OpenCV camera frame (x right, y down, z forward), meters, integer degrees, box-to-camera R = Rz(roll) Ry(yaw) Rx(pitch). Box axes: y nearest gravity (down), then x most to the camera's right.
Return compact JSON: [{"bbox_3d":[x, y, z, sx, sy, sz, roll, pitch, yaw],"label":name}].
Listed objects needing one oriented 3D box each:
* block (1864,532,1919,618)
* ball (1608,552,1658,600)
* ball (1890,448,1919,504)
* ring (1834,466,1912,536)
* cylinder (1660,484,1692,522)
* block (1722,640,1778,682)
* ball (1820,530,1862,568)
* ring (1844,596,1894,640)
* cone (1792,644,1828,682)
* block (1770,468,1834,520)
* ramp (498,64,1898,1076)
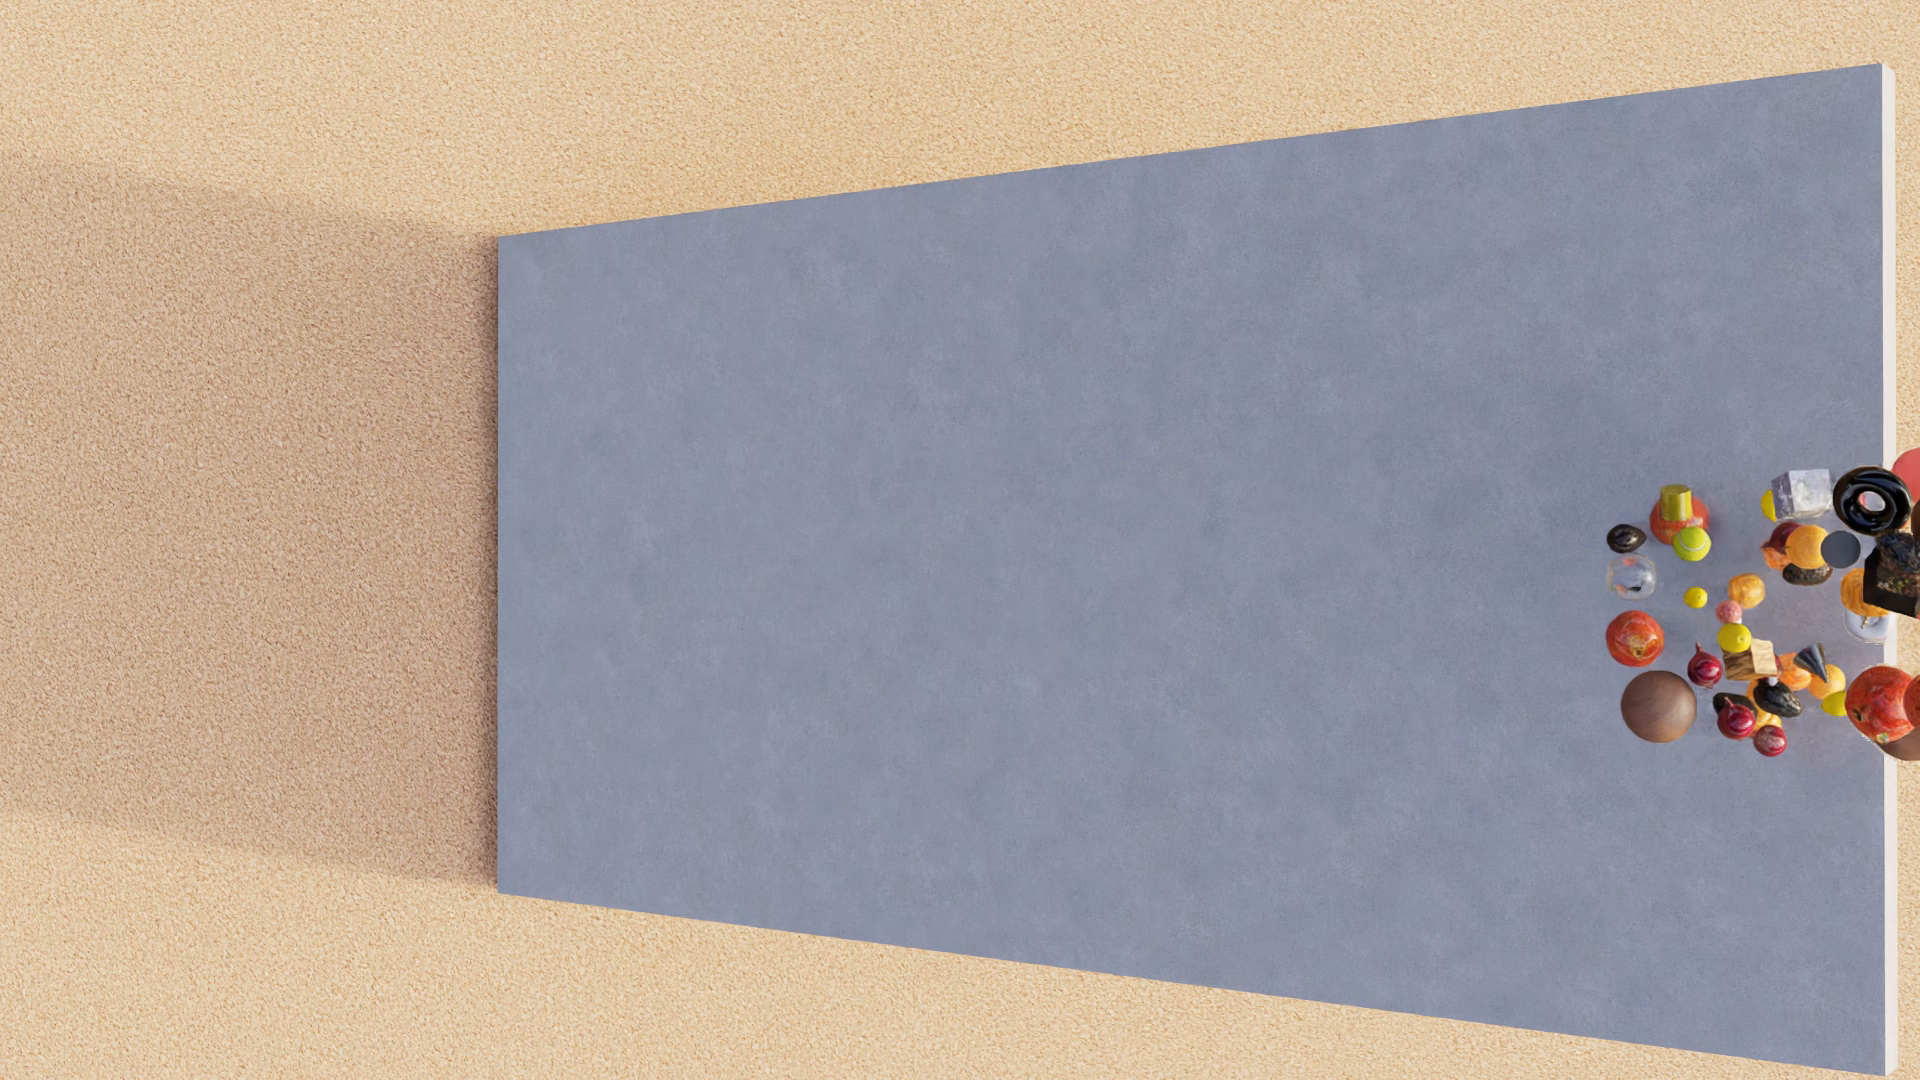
[{"bbox_3d":[1.414,0.052,3.301,0.080,0.080,0.080,-38,130,-30],"label":"block"},{"bbox_3d":[1.286,0.071,4.206,0.092,0.092,0.092,0,90,0],"label":"ball"},{"bbox_3d":[1.510,-0.101,3.454,0.090,0.090,0.090,0,90,0],"label":"ball"},{"bbox_3d":[1.384,-0.059,3.335,0.117,0.117,0.039,50,49,0],"label":"ring"},{"bbox_3d":[1.299,-0.067,3.989,0.053,0.053,0.053,-10,110,0],"label":"cylinder"},{"bbox_3d":[1.417,0.216,3.948,0.062,0.062,0.062,5,73,-34],"label":"block"},{"bbox_3d":[1.344,0.015,3.357,0.058,0.058,0.058,0,90,0],"label":"ball"},{"bbox_3d":[1.611,0.137,3.894,0.084,0.028,0.084,12,113,30],"label":"ring"},{"bbox_3d":[1.614,0.242,4.138,0.067,0.067,0.067,-23,56,0],"label":"cone"},{"bbox_3d":[1.346,-0.072,3.515,0.065,0.065,0.065,-3,78,-6],"label":"block"},{"bbox_3d":[0.237,0.066,5.558,4.000,0.100,2.000,0,89,36],"label":"ramp"}]
